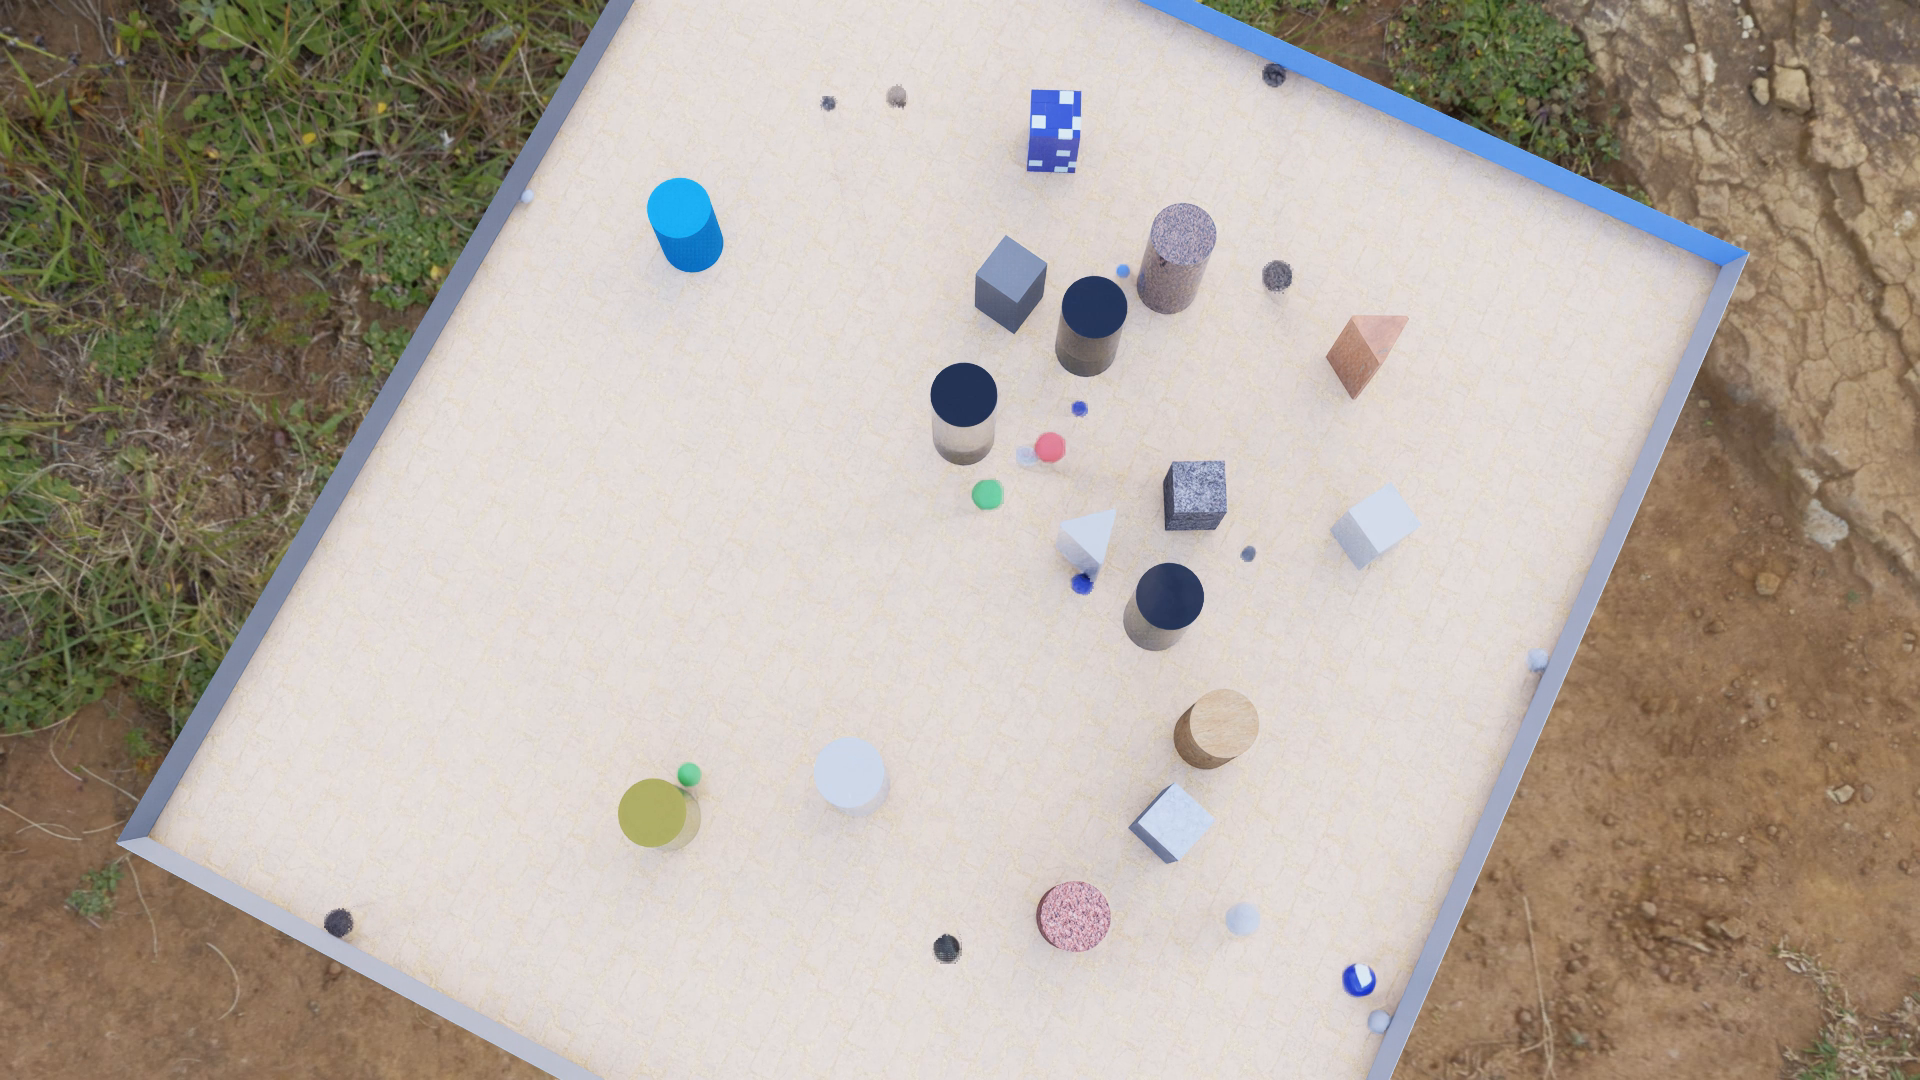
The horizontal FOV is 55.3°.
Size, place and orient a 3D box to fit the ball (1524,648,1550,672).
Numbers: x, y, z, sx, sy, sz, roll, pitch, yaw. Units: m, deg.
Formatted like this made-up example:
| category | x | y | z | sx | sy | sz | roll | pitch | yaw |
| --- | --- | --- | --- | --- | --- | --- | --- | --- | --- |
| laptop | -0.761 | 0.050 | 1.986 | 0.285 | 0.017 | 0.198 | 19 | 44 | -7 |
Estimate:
| category | x | y | z | sx | sy | sz | roll | pitch | yaw |
| --- | --- | --- | --- | --- | --- | --- | --- | --- | --- |
| ball | 1.733 | 0.362 | 5.506 | 0.070 | 0.070 | 0.070 | 0 | 78 | 0 |

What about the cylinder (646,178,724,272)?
| category | x | y | z | sx | sy | sz | roll | pitch | yaw |
| --- | --- | --- | --- | --- | --- | --- | --- | --- | --- |
| cylinder | -0.846 | -0.970 | 5.665 | 0.193 | 0.299 | 0.193 | 0 | 78 | 0 |

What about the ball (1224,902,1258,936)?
| category | x | y | z | sx | sy | sz | roll | pitch | yaw |
| --- | --- | --- | --- | --- | --- | --- | --- | --- | --- |
| ball | 0.820 | 1.105 | 5.339 | 0.095 | 0.095 | 0.095 | 0 | 78 | 0 |

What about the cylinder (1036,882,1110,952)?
| category | x | y | z | sx | sy | sz | roll | pitch | yaw |
| --- | --- | --- | --- | --- | --- | --- | --- | --- | --- |
| cylinder | 0.320 | 1.073 | 5.223 | 0.193 | 0.336 | 0.193 | 0 | 78 | 0 |

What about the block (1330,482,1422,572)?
| category | x | y | z | sx | sy | sz | roll | pitch | yaw |
| --- | --- | --- | --- | --- | --- | --- | --- | --- | --- |
| block | 1.240 | -0.038 | 5.482 | 0.155 | 0.278 | 0.155 | -33 | 80 | -6 |

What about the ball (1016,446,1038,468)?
| category | x | y | z | sx | sy | sz | roll | pitch | yaw |
| --- | --- | --- | --- | --- | --- | --- | --- | --- | --- |
| ball | 0.207 | -0.256 | 5.637 | 0.064 | 0.064 | 0.064 | 0 | 78 | 0 |

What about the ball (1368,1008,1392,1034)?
| category | x | y | z | sx | sy | sz | roll | pitch | yaw |
| --- | --- | --- | --- | --- | --- | --- | --- | --- | --- |
| ball | 1.212 | 1.390 | 5.294 | 0.068 | 0.068 | 0.068 | 0 | 78 | 0 |

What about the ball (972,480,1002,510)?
| category | x | y | z | sx | sy | sz | roll | pitch | yaw |
| --- | --- | --- | --- | --- | --- | --- | --- | --- | --- |
| ball | 0.083 | -0.138 | 5.597 | 0.095 | 0.095 | 0.095 | 0 | 78 | 0 |

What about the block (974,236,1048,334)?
| category | x | y | z | sx | sy | sz | roll | pitch | yaw |
| --- | --- | --- | --- | --- | --- | --- | --- | --- | --- |
| block | 0.154 | -0.781 | 5.625 | 0.155 | 0.299 | 0.155 | 36 | 81 | 7 |

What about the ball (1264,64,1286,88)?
| category | x | y | z | sx | sy | sz | roll | pitch | yaw |
| --- | --- | --- | --- | --- | --- | --- | --- | --- | --- |
| ball | 1.012 | -1.493 | 5.888 | 0.072 | 0.072 | 0.072 | 0 | 78 | 0 |

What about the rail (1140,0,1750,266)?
| category | x | y | z | sx | sy | sz | roll | pitch | yaw |
| --- | --- | --- | --- | --- | --- | --- | --- | --- | --- |
| rail | 0.839 | -1.637 | 5.890 | 3.568 | 0.126 | 0.045 | 26 | 80 | 5 |

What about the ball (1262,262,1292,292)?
| category | x | y | z | sx | sy | sz | roll | pitch | yaw |
| --- | --- | --- | --- | --- | --- | --- | --- | --- | --- |
| ball | 0.995 | -0.824 | 5.740 | 0.093 | 0.093 | 0.093 | 0 | 78 | 0 |

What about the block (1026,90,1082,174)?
| category | x | y | z | sx | sy | sz | roll | pitch | yaw |
| --- | --- | --- | --- | --- | --- | --- | --- | --- | --- |
| block | 0.293 | -1.279 | 5.744 | 0.155 | 0.269 | 0.155 | 2 | 78 | 0 |

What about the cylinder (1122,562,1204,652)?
| category | x | y | z | sx | sy | sz | roll | pitch | yaw |
| --- | --- | --- | --- | --- | --- | --- | --- | --- | --- |
| cylinder | 0.592 | 0.200 | 5.364 | 0.193 | 0.414 | 0.193 | 0 | 78 | 0 |

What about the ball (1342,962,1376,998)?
| category | x | y | z | sx | sy | sz | roll | pitch | yaw |
| --- | --- | --- | --- | --- | --- | --- | --- | --- | --- |
| ball | 1.157 | 1.273 | 5.304 | 0.097 | 0.097 | 0.097 | 0 | 78 | 0 |

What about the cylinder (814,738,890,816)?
| category | x | y | z | sx | sy | sz | roll | pitch | yaw |
| --- | --- | --- | --- | --- | --- | --- | --- | --- | --- |
| cylinder | -0.305 | 0.683 | 5.246 | 0.193 | 0.448 | 0.193 | 0 | 78 | 0 |

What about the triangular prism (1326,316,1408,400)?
| category | x | y | z | sx | sy | sz | roll | pitch | yaw |
| --- | --- | --- | --- | --- | --- | --- | --- | --- | --- |
| triangular prism | 1.208 | -0.580 | 5.543 | 0.145 | 0.380 | 0.167 | 30 | 80 | 6 |

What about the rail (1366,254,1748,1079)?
| category | x | y | z | sx | sy | sz | roll | pitch | yaw |
| --- | --- | --- | --- | --- | --- | --- | --- | --- | --- |
| rail | 1.574 | 0.778 | 5.390 | 0.045 | 0.126 | 3.801 | 26 | 80 | 5 |

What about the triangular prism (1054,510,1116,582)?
| category | x | y | z | sx | sy | sz | roll | pitch | yaw |
| --- | --- | --- | --- | --- | --- | --- | --- | --- | --- |
| triangular prism | 0.401 | -0.008 | 5.462 | 0.145 | 0.306 | 0.167 | -44 | 82 | -8 |

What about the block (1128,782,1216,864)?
| category | x | y | z | sx | sy | sz | roll | pitch | yaw |
| --- | --- | --- | --- | --- | --- | --- | --- | --- | --- |
| block | 0.608 | 0.819 | 5.285 | 0.155 | 0.317 | 0.155 | 43 | 81 | 8 |

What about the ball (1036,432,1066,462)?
| category | x | y | z | sx | sy | sz | roll | pitch | yaw |
| --- | --- | --- | --- | --- | --- | --- | --- | --- | --- |
| ball | 0.280 | -0.284 | 5.627 | 0.094 | 0.094 | 0.094 | 0 | 78 | 0 |

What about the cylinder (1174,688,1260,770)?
| category | x | y | z | sx | sy | sz | roll | pitch | yaw |
| --- | --- | --- | --- | --- | --- | --- | --- | --- | --- |
| cylinder | 0.737 | 0.551 | 5.298 | 0.193 | 0.400 | 0.193 | 0 | 78 | 0 |

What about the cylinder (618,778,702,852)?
| category | x | y | z | sx | sy | sz | roll | pitch | yaw |
| --- | --- | --- | --- | --- | --- | --- | --- | --- | --- |
| cylinder | -0.866 | 0.797 | 5.299 | 0.193 | 0.299 | 0.193 | 0 | 78 | 0 |

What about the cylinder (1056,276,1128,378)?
| category | x | y | z | sx | sy | sz | roll | pitch | yaw |
| --- | --- | --- | --- | --- | --- | --- | --- | --- | --- |
| cylinder | 0.394 | -0.642 | 5.551 | 0.193 | 0.389 | 0.193 | 0 | 78 | 0 |

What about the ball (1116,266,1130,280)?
| category | x | y | z | sx | sy | sz | roll | pitch | yaw |
| --- | --- | --- | --- | --- | --- | --- | --- | --- | --- |
| ball | 0.514 | -0.843 | 5.769 | 0.043 | 0.043 | 0.043 | 0 | 78 | 0 |

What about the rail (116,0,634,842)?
| category | x | y | z | sx | sy | sz | roll | pitch | yaw |
| --- | --- | --- | --- | --- | --- | --- | --- | --- | --- |
| rail | -1.574 | -0.764 | 5.709 | 0.045 | 0.126 | 3.801 | 26 | 80 | 5 |

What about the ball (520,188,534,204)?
| category | x | y | z | sx | sy | sz | roll | pitch | yaw |
| --- | --- | --- | --- | --- | --- | --- | --- | --- | --- |
| ball | -1.377 | -1.092 | 5.819 | 0.045 | 0.045 | 0.045 | 0 | 78 | 0 |

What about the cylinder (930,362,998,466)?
| category | x | y | z | sx | sy | sz | roll | pitch | yaw |
| --- | --- | --- | --- | --- | --- | --- | --- | --- | --- |
| cylinder | 0.011 | -0.370 | 5.463 | 0.193 | 0.450 | 0.193 | 0 | 78 | 0 |

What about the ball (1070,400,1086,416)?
| category | x | y | z | sx | sy | sz | roll | pitch | yaw |
| --- | --- | --- | --- | --- | --- | --- | --- | --- | --- |
| ball | 0.367 | -0.408 | 5.677 | 0.048 | 0.048 | 0.048 | 0 | 78 | 0 |

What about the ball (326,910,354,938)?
| category | x | y | z | sx | sy | sz | roll | pitch | yaw |
| --- | --- | --- | --- | --- | --- | --- | --- | --- | --- |
| ball | -1.810 | 1.119 | 5.345 | 0.078 | 0.078 | 0.078 | 0 | 78 | 0 |

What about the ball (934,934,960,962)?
| category | x | y | z | sx | sy | sz | roll | pitch | yaw |
| --- | --- | --- | --- | --- | --- | --- | --- | --- | --- |
| ball | -0.038 | 1.188 | 5.330 | 0.079 | 0.079 | 0.079 | 0 | 78 | 0 |

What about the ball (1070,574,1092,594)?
| category | x | y | z | sx | sy | sz | roll | pitch | yaw |
| --- | --- | --- | --- | --- | --- | --- | --- | --- | --- |
| ball | 0.367 | 0.133 | 5.557 | 0.062 | 0.062 | 0.062 | 0 | 78 | 0 |

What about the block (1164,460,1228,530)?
| category | x | y | z | sx | sy | sz | roll | pitch | yaw |
| --- | --- | --- | --- | --- | --- | --- | --- | --- | --- |
| block | 0.705 | -0.132 | 5.512 | 0.155 | 0.257 | 0.155 | -1 | 78 | 0 |

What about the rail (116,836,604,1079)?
| category | x | y | z | sx | sy | sz | roll | pitch | yaw |
| --- | --- | --- | --- | --- | --- | --- | --- | --- | --- |
| rail | -0.839 | 1.651 | 5.210 | 3.568 | 0.126 | 0.045 | 26 | 80 | 5 |

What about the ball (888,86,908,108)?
| category | x | y | z | sx | sy | sz | roll | pitch | yaw |
| --- | --- | --- | --- | --- | --- | --- | --- | --- | --- |
| ball | -0.199 | -1.420 | 5.876 | 0.067 | 0.067 | 0.067 | 0 | 78 | 0 |

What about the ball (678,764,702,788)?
| category | x | y | z | sx | sy | sz | roll | pitch | yaw |
| --- | --- | --- | --- | --- | --- | --- | --- | --- | --- |
| ball | -0.802 | 0.698 | 5.436 | 0.071 | 0.071 | 0.071 | 0 | 78 | 0 |

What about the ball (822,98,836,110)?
| category | x | y | z | sx | sy | sz | roll | pitch | yaw |
| --- | --- | --- | --- | --- | --- | --- | --- | --- | --- |
| ball | -0.422 | -1.400 | 5.884 | 0.043 | 0.043 | 0.043 | 0 | 78 | 0 |

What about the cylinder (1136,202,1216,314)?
| category | x | y | z | sx | sy | sz | roll | pitch | yaw |
| --- | --- | --- | --- | --- | --- | --- | --- | --- | --- |
| cylinder | 0.653 | -0.849 | 5.566 | 0.193 | 0.442 | 0.193 | 0 | 78 | 0 |

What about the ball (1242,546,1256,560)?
| category | x | y | z | sx | sy | sz | roll | pitch | yaw |
| --- | --- | --- | --- | --- | --- | --- | --- | --- | --- |
| ball | 0.882 | 0.039 | 5.586 | 0.044 | 0.044 | 0.044 | 0 | 78 | 0 |
